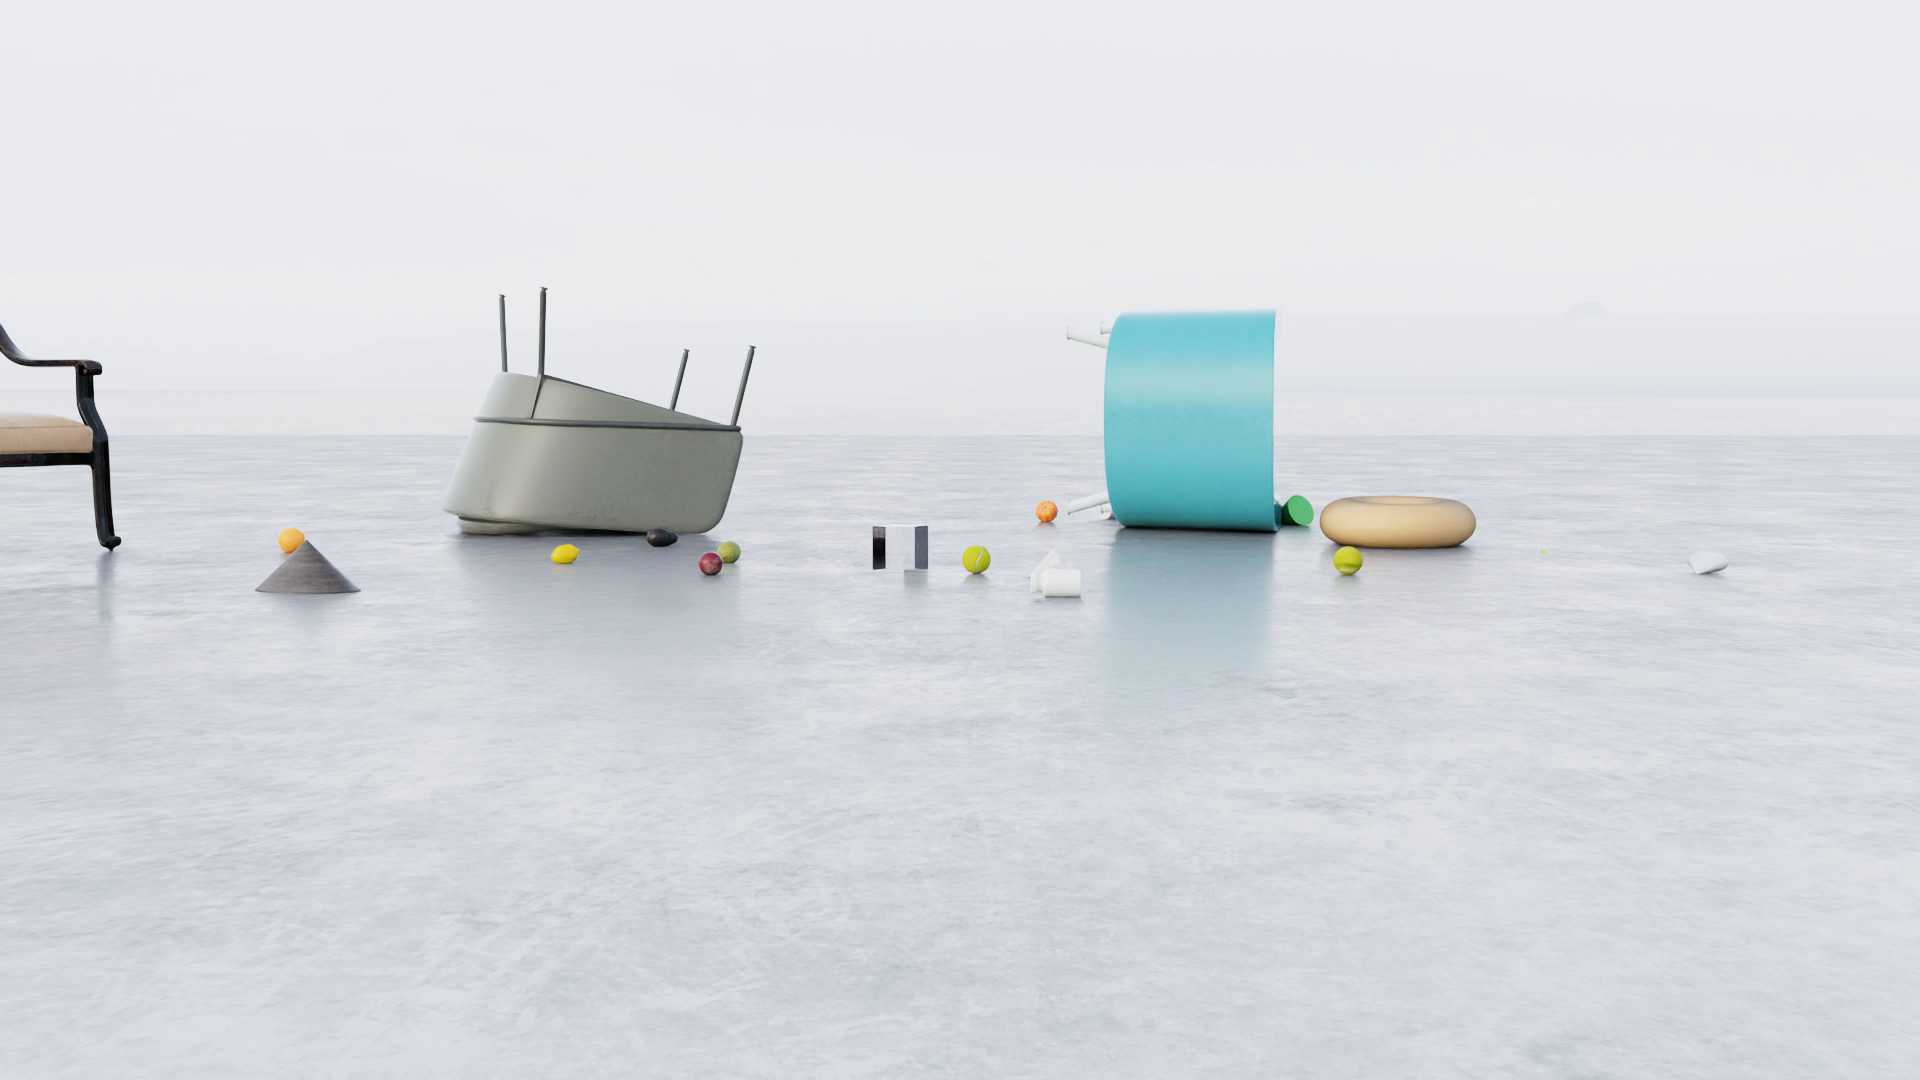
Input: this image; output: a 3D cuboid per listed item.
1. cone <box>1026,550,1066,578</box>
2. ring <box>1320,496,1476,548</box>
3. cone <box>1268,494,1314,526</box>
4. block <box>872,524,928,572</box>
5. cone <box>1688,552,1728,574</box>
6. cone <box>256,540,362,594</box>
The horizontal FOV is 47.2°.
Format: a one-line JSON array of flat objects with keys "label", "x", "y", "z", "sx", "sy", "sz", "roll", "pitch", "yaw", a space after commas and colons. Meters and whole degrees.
[{"label": "cone", "x": 0.198, "y": 0.073, "z": 5.242, "sx": 0.087, "sy": 0.072, "sz": 0.107, "roll": -23, "pitch": 4, "yaw": -2}, {"label": "ring", "x": 1.269, "y": -0.053, "z": 6.379, "sx": 0.443, "sy": 0.129, "sz": 0.514, "roll": 3, "pitch": 6, "yaw": 25}, {"label": "cone", "x": 1.078, "y": -0.079, "z": 7.327, "sx": 0.112, "sy": 0.098, "sz": 0.181, "roll": 38, "pitch": -29, "yaw": -18}, {"label": "block", "x": -0.148, "y": 0.019, "z": 5.465, "sx": 0.097, "sy": 0.110, "sz": 0.101, "roll": 3, "pitch": 5, "yaw": 35}, {"label": "cone", "x": 1.808, "y": 0.068, "z": 5.357, "sx": 0.107, "sy": 0.058, "sz": 0.065, "roll": -2, "pitch": 26, "yaw": 44}, {"label": "cone", "x": -1.455, "y": 0.056, "z": 4.902, "sx": 0.258, "sy": 0.114, "sz": 0.164, "roll": 1, "pitch": 4, "yaw": 20}]
